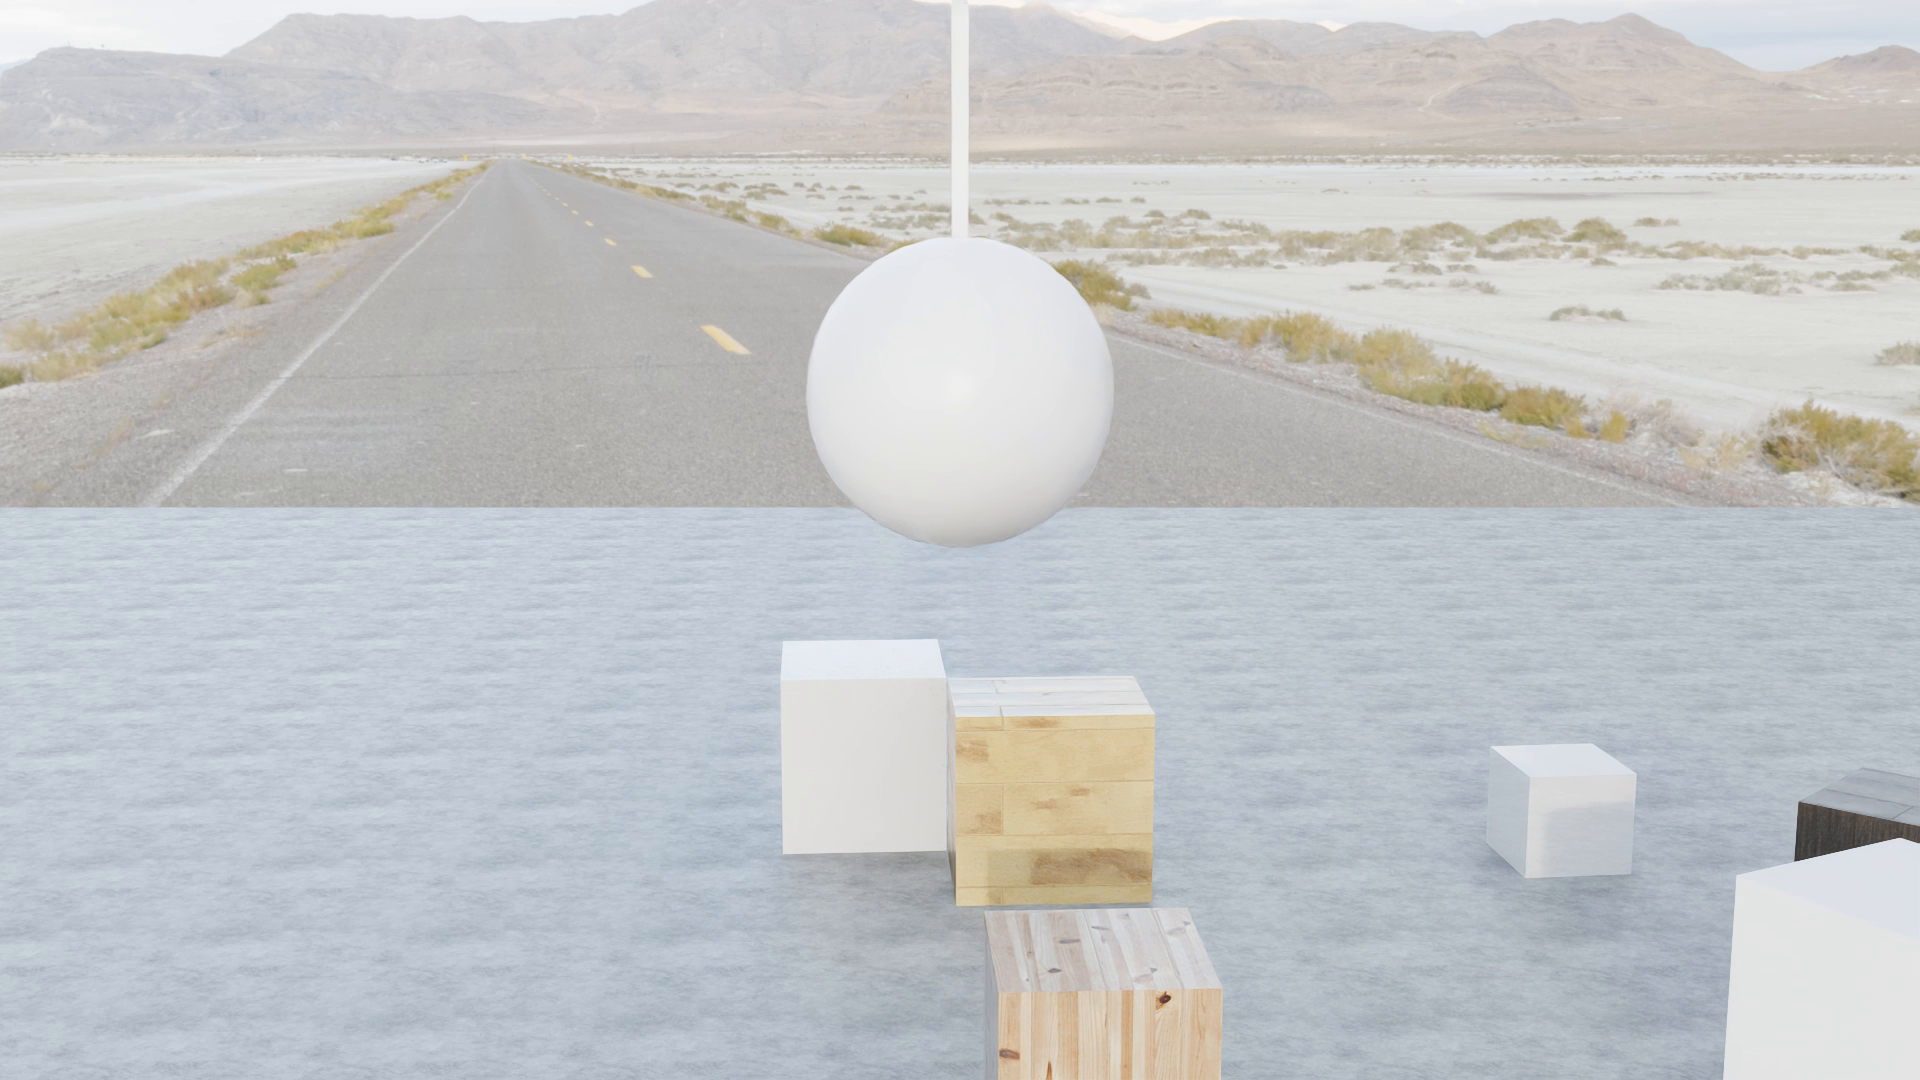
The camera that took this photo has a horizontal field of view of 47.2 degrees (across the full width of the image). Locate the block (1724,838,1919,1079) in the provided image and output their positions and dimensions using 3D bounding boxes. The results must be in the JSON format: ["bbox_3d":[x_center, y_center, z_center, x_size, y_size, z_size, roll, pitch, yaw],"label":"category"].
[{"bbox_3d":[3.345,1.674,7.767,0.874,0.926,0.820,-6,12,-29],"label":"block"}]

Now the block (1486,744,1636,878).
[{"bbox_3d":[2.958,1.328,10.853,0.531,0.504,0.548,-1,10,-6],"label":"block"}]

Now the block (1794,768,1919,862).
[{"bbox_3d":[3.937,1.473,9.208,0.636,0.807,0.693,9,14,42],"label":"block"}]

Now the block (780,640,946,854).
[{"bbox_3d":[-0.501,1.046,11.324,0.816,0.891,0.852,-1,10,-4],"label":"block"}]

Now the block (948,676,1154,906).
[{"bbox_3d":[0.418,1.184,10.525,0.916,0.905,0.741,-1,10,-3],"label":"block"}]

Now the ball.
[{"bbox_3d":[0.000,-0.762,11.358,1.600,1.600,1.600,0,10,0],"label":"ball"}]

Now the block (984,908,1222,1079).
[{"bbox_3d":[0.478,1.781,7.702,0.743,0.741,0.780,-1,10,-3],"label":"block"}]

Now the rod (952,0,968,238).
[{"bbox_3d":[0.000,-4.072,10.577,0.080,5.200,0.080,0,13,0],"label":"rod"}]
